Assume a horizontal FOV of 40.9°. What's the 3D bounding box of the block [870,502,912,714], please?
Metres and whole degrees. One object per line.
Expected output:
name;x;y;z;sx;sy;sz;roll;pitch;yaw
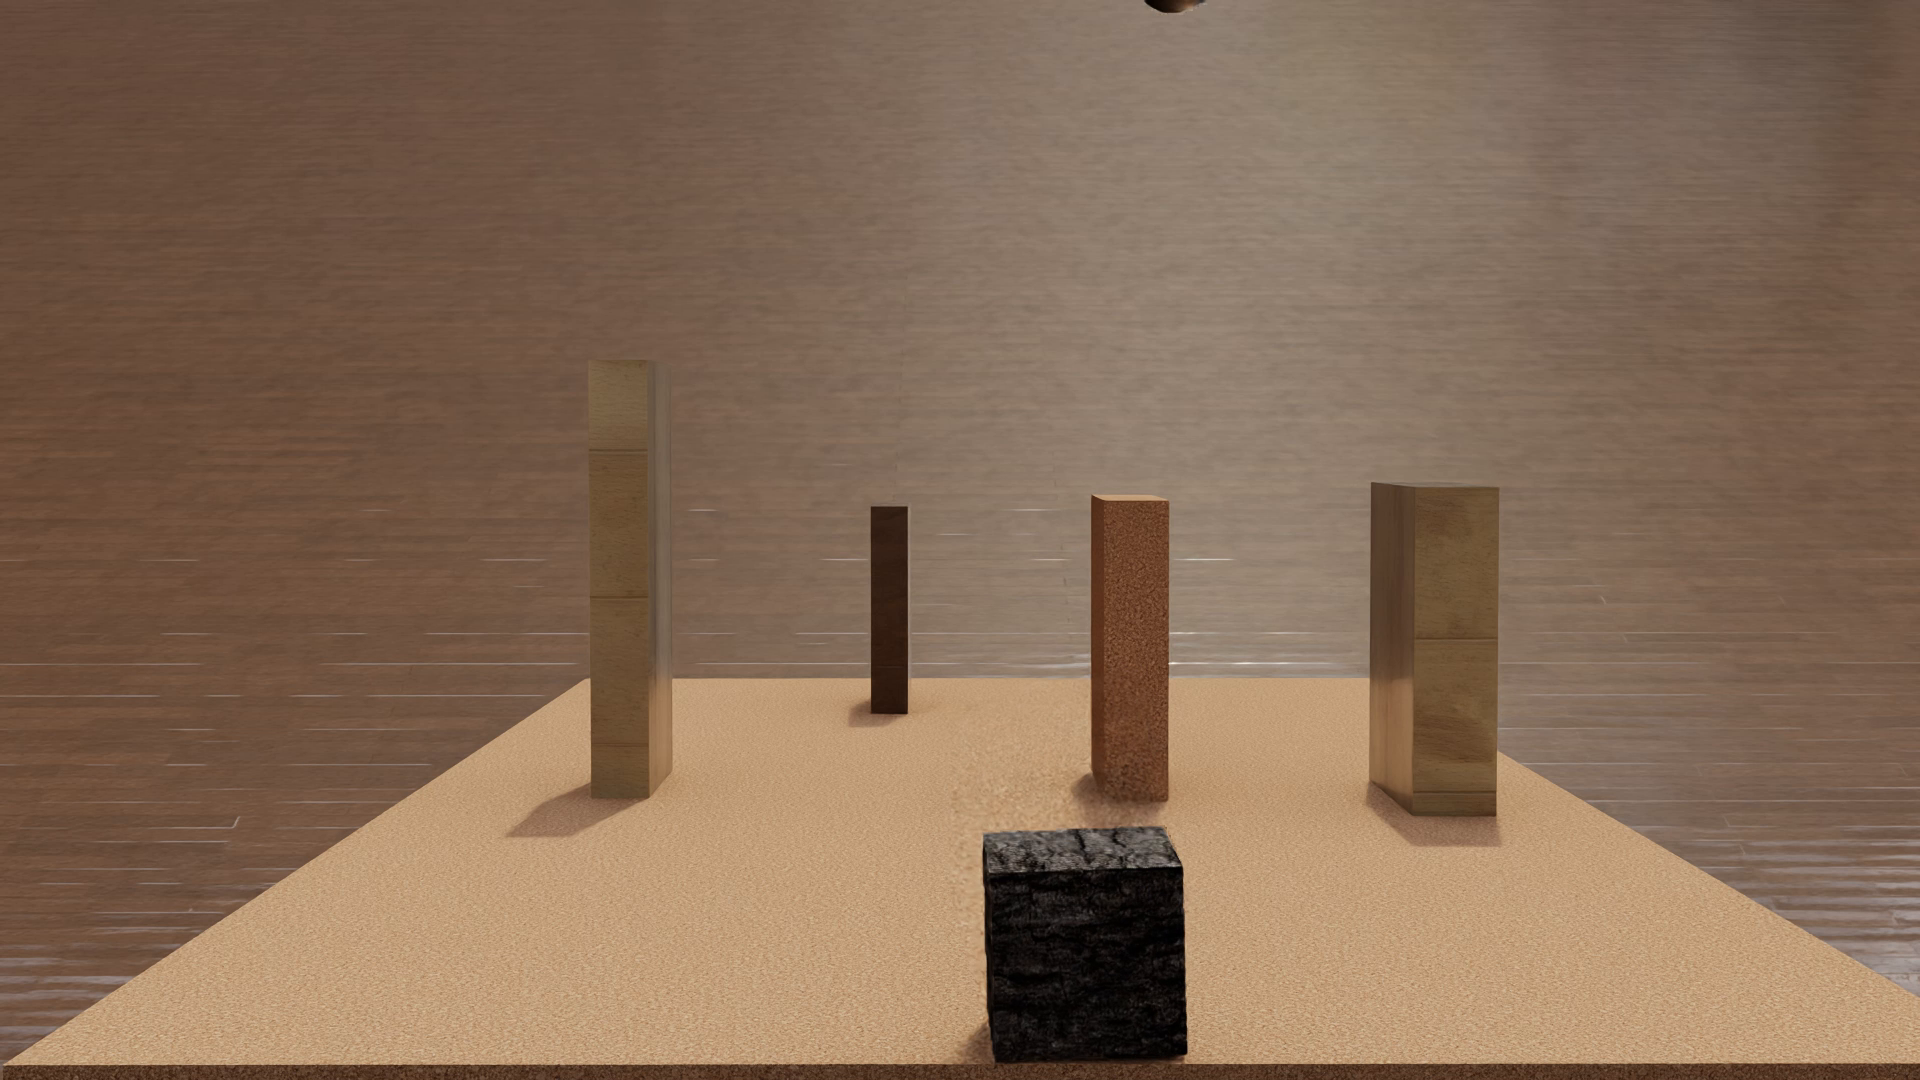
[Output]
block;-0.157;0.147;5.900;0.082;0.460;0.402;0;2;0

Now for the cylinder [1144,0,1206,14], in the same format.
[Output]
cylinder;0.242;-0.606;2.626;0.109;0.109;0.109;-19;5;-37

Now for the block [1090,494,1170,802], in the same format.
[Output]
block;0.297;0.179;4.546;0.109;0.509;0.417;0;2;0

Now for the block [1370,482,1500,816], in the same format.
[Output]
block;0.802;0.172;4.388;0.136;0.534;0.444;0;2;0

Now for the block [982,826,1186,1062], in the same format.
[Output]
block;0.124;0.409;2.633;0.190;0.190;0.190;-2;6;-1

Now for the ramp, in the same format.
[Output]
ramp;0.053;0.484;4.539;2.000;0.100;4.000;0;2;0

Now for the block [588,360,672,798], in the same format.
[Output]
block;-0.580;0.060;4.559;0.099;0.746;0.363;0;2;0
